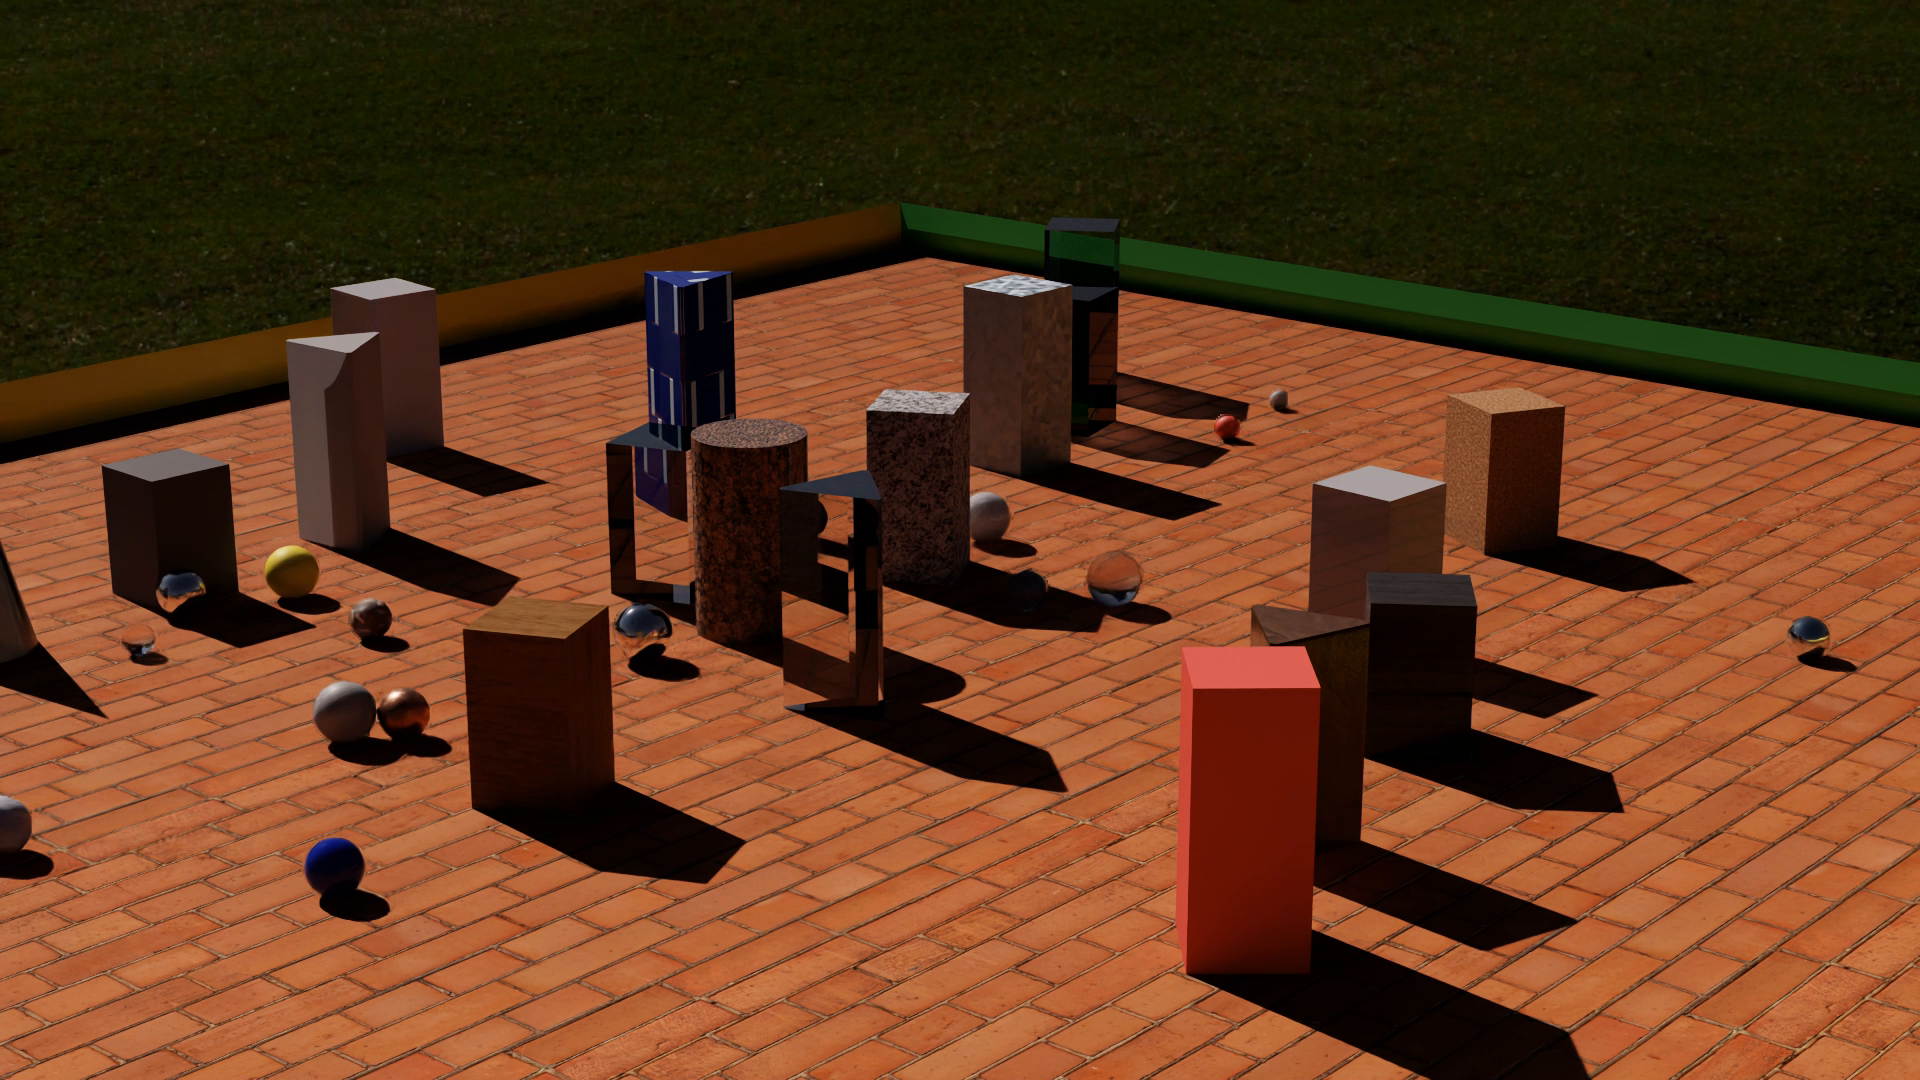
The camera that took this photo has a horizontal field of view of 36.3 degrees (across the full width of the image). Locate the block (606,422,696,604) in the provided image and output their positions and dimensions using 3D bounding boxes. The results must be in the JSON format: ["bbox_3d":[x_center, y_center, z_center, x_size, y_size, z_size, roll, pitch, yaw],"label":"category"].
[{"bbox_3d":[-0.510,-0.048,5.133,0.155,0.273,0.155,7,18,21],"label":"block"}]

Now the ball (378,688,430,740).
[{"bbox_3d":[-0.842,0.263,4.439,0.078,0.078,0.078,0,17,0],"label":"ball"}]

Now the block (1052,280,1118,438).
[{"bbox_3d":[0.232,-0.385,6.218,0.155,0.292,0.155,8,18,24],"label":"block"}]

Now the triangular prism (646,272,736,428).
[{"bbox_3d":[-0.545,-0.300,5.690,0.145,0.434,0.167,10,19,29],"label":"triangular prism"}]

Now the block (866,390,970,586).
[{"bbox_3d":[-0.073,-0.095,5.218,0.155,0.312,0.155,3,17,11],"label":"block"}]

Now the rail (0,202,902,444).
[{"bbox_3d":[-1.625,-0.376,6.471,0.045,0.126,4.509,14,22,39],"label":"rail"}]

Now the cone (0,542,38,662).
[{"bbox_3d":[-1.626,-0.015,4.793,0.193,0.405,0.193,0,17,0],"label":"cone"}]

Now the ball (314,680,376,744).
[{"bbox_3d":[-0.927,0.260,4.422,0.094,0.094,0.094,0,17,0],"label":"ball"}]

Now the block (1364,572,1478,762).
[{"bbox_3d":[0.687,0.189,4.401,0.155,0.243,0.155,2,17,5],"label":"block"}]

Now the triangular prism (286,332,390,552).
[{"bbox_3d":[-1.119,-0.187,5.416,0.167,0.376,0.145,12,21,35],"label":"triangular prism"}]

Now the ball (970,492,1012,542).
[{"bbox_3d":[0.048,-0.042,5.421,0.094,0.094,0.094,0,17,0],"label":"ball"}]

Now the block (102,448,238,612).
[{"bbox_3d":[-1.375,-0.019,5.107,0.155,0.232,0.155,15,22,40],"label":"block"}]

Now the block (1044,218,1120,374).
[{"bbox_3d":[0.274,-0.536,6.609,0.155,0.354,0.155,2,17,7],"label":"block"}]

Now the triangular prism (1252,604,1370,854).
[{"bbox_3d":[0.445,0.260,4.030,0.167,0.320,0.145,-11,20,-32],"label":"triangular prism"}]

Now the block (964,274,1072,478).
[{"bbox_3d":[0.116,-0.333,5.911,0.155,0.368,0.155,15,22,40],"label":"block"}]

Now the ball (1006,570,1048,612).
[{"bbox_3d":[0.114,0.087,5.033,0.071,0.071,0.071,0,17,0],"label":"ball"}]

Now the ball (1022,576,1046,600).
[{"bbox_3d":[0.129,0.084,5.093,0.043,0.043,0.043,0,17,0],"label":"ball"}]

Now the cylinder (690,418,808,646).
[{"bbox_3d":[-0.349,-0.015,4.906,0.193,0.340,0.193,0,17,0],"label":"cylinder"}]

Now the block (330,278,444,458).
[{"bbox_3d":[-1.180,-0.355,6.046,0.155,0.333,0.155,-15,22,-40],"label":"block"}]

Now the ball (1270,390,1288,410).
[{"bbox_3d":[0.694,-0.305,6.385,0.041,0.041,0.041,0,17,0],"label":"ball"}]

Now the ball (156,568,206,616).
[{"bbox_3d":[-1.330,0.089,5.006,0.084,0.084,0.084,0,17,0],"label":"ball"}]

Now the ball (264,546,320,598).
[{"bbox_3d":[-1.163,0.055,5.102,0.093,0.093,0.093,0,17,0],"label":"ball"}]

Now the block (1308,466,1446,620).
[{"bbox_3d":[0.684,0.042,4.819,0.155,0.282,0.155,16,23,42],"label":"block"}]

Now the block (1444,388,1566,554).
[{"bbox_3d":[1.001,-0.129,5.412,0.155,0.266,0.155,-6,18,-21],"label":"block"}]

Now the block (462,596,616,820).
[{"bbox_3d":[-0.599,0.238,4.189,0.155,0.270,0.155,5,17,16],"label":"block"}]

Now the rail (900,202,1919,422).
[{"bbox_3d":[1.463,-0.455,6.733,4.353,0.126,0.045,14,22,39],"label":"rail"}]

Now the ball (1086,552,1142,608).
[{"bbox_3d":[0.266,0.068,5.056,0.096,0.096,0.096,0,17,0],"label":"ball"}]

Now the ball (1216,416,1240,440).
[{"bbox_3d":[0.560,-0.235,6.134,0.053,0.053,0.053,0,17,0],"label":"ball"}]

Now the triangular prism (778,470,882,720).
[{"bbox_3d":[-0.172,0.080,4.564,0.167,0.355,0.145,6,18,20],"label":"triangular prism"}]

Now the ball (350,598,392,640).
[{"bbox_3d":[-0.982,0.132,4.890,0.068,0.068,0.068,0,17,0],"label":"ball"}]

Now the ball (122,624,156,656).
[{"bbox_3d":[-1.349,0.163,4.814,0.053,0.053,0.053,0,17,0],"label":"ball"}]

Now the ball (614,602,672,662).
[{"bbox_3d":[-0.517,0.150,4.780,0.097,0.097,0.097,0,17,0],"label":"ball"}]

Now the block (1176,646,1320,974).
[{"bbox_3d":[0.358,0.338,3.673,0.155,0.378,0.155,0,17,-1],"label":"block"}]

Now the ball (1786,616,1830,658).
[{"bbox_3d":[1.388,0.159,4.798,0.069,0.069,0.069,0,17,0],"label":"ball"}]

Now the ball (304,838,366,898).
[{"bbox_3d":[-0.826,0.433,3.874,0.080,0.080,0.080,0,17,0],"label":"ball"}]

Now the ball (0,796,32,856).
[{"bbox_3d":[-1.310,0.391,4.006,0.082,0.082,0.082,0,17,0],"label":"ball"}]
